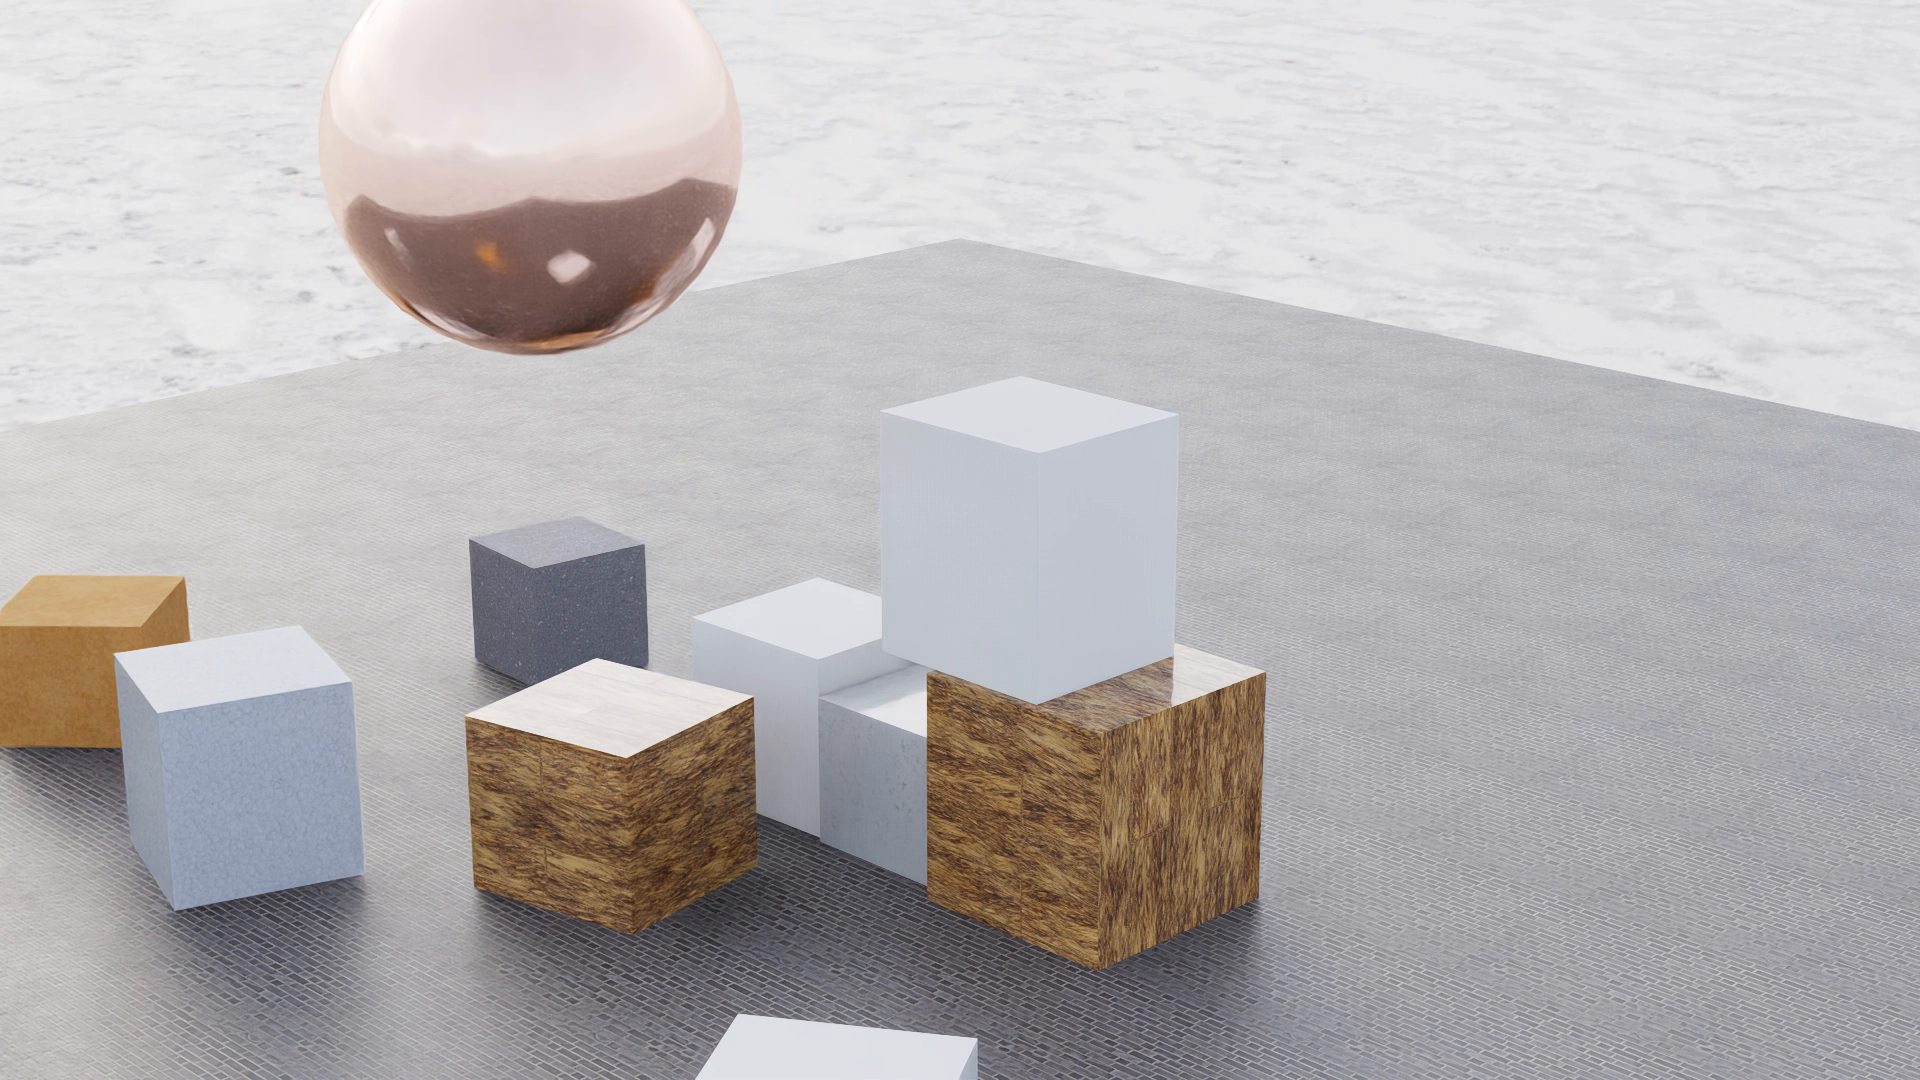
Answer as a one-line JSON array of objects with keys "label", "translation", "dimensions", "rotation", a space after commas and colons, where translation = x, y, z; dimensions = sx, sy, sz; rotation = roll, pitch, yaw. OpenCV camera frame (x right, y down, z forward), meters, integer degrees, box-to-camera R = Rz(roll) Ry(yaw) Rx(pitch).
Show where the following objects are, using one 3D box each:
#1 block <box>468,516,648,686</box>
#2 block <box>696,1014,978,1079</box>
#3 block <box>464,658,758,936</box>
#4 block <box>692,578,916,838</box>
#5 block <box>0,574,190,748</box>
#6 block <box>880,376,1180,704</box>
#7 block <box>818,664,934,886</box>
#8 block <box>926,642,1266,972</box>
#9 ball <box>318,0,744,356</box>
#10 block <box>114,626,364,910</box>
[{"label": "block", "translation": [-2.204, 0.336, 16.126], "dimensions": [0.702, 0.690, 0.681], "rotation": [-14, 22, -37]}, {"label": "block", "translation": [-0.459, 2.204, 10.069], "dimensions": [0.873, 0.756, 0.865], "rotation": [4, 18, 12]}, {"label": "block", "translation": [-1.571, 1.144, 13.312], "dimensions": [0.929, 0.835, 0.904], "rotation": [11, 21, 32]}, {"label": "block", "translation": [-0.687, 0.799, 14.310], "dimensions": [0.881, 0.896, 0.848], "rotation": [16, 23, 41]}, {"label": "block", "translation": [-4.519, 0.623, 15.270], "dimensions": [0.797, 0.655, 0.827], "rotation": [0, 17, 1]}, {"label": "block", "translation": [0.302, -0.024, 12.950], "dimensions": [0.884, 1.113, 0.962], "rotation": [-17, 24, -42]}, {"label": "block", "translation": [-0.065, 1.072, 13.727], "dimensions": [0.861, 0.724, 0.819], "rotation": [-17, 24, -42]}, {"label": "block", "translation": [0.600, 1.098, 13.043], "dimensions": [1.074, 1.084, 1.037], "rotation": [-17, 24, -42]}, {"label": "ball", "translation": [-1.627, -1.501, 11.165], "dimensions": [1.600, 1.600, 1.600], "rotation": [0, 17, 0]}, {"label": "block", "translation": [-3.320, 1.029, 13.500], "dimensions": [0.871, 0.942, 0.870], "rotation": [-9, 20, -26]}]
